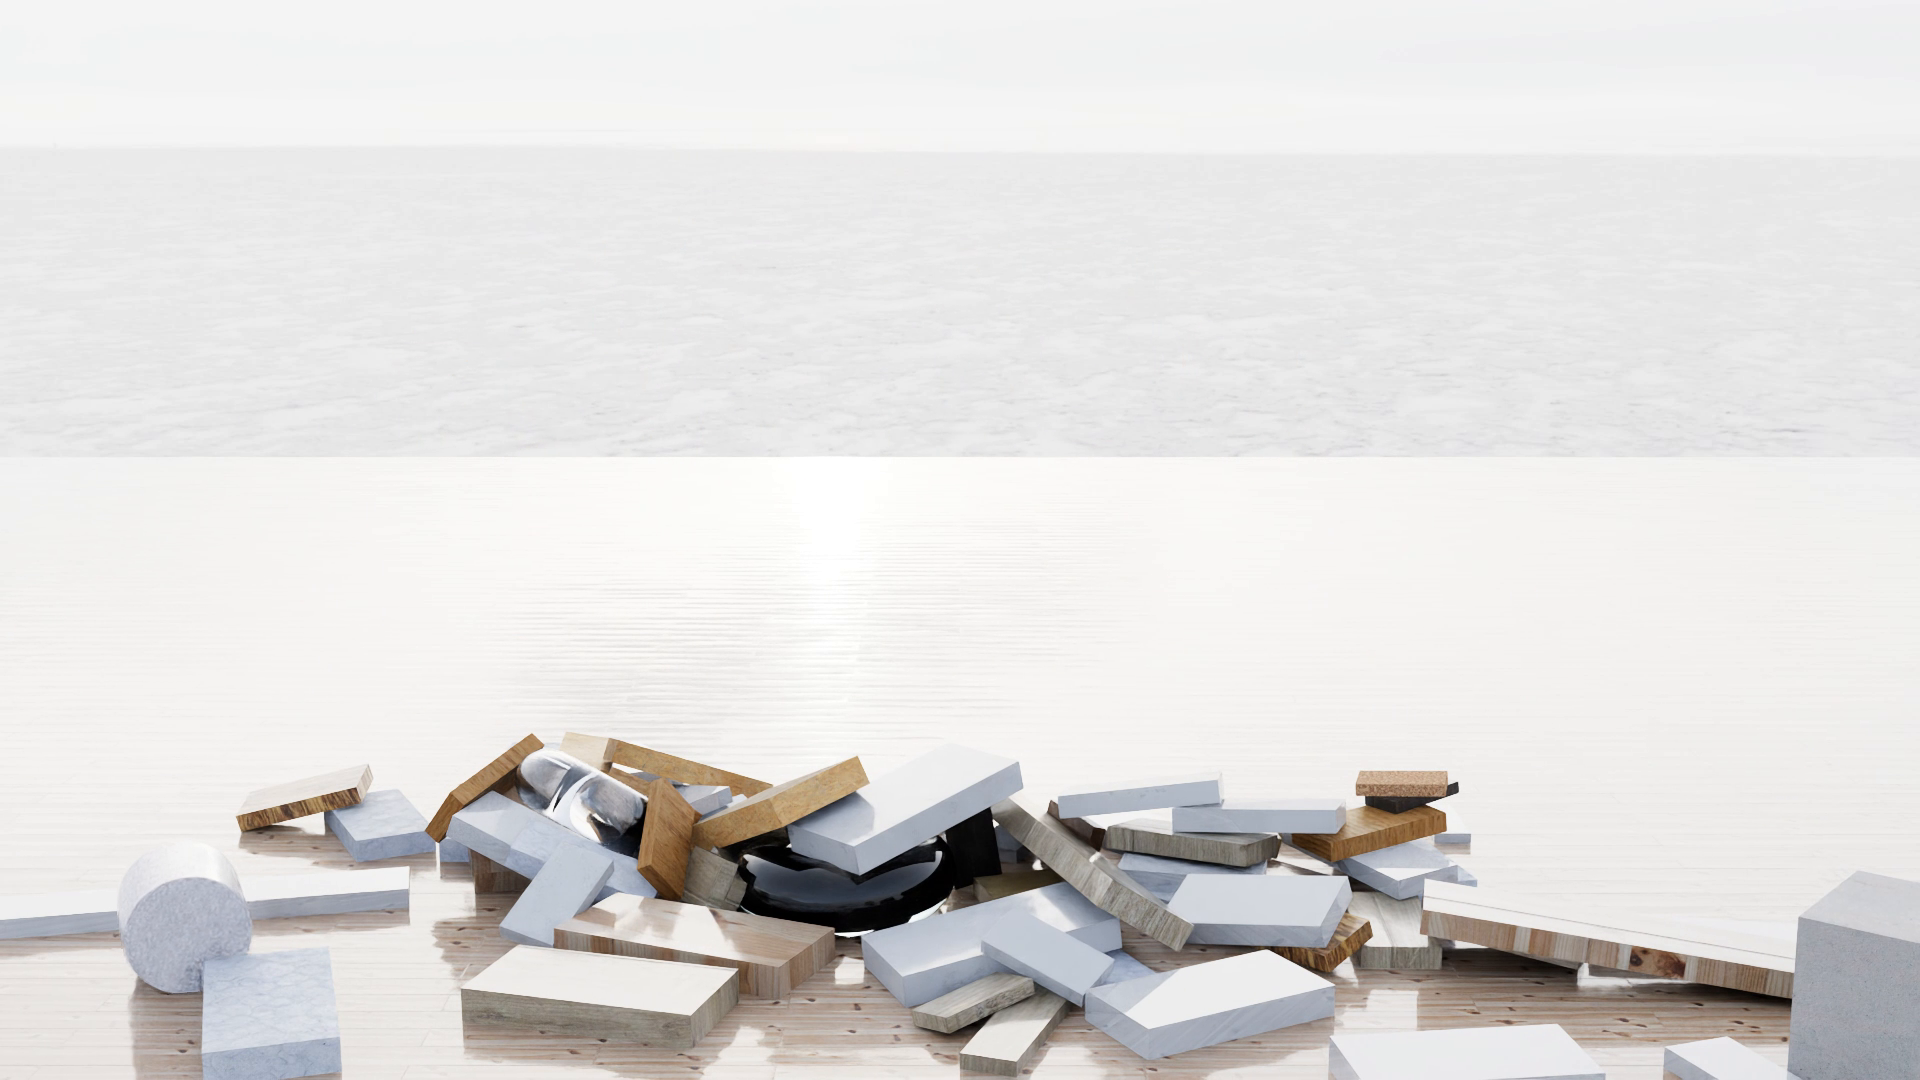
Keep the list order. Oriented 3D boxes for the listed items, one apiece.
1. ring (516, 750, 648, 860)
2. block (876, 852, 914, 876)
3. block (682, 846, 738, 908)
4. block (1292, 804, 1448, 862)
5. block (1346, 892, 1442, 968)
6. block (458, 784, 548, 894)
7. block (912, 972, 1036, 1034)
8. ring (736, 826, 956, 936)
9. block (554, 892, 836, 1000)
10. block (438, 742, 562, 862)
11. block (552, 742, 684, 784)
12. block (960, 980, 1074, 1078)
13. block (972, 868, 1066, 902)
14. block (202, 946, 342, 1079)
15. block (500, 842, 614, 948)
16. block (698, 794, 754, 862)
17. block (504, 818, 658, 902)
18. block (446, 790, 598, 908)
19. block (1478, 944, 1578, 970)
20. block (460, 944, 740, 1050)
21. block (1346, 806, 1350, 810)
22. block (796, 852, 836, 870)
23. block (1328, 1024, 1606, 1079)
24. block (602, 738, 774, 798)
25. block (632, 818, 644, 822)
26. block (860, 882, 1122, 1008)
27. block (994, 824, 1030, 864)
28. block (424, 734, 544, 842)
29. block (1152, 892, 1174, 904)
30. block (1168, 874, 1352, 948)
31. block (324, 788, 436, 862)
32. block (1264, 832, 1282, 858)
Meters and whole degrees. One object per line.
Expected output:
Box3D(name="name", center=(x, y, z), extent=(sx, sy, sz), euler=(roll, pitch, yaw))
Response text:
Box3D(name="ring", center=(-0.611, 0.461, 3.757), extent=(0.322, 0.107, 0.322), euler=(27, -11, 6))
Box3D(name="block", center=(-0.124, 0.554, 3.818), extent=(0.056, 0.016, 0.112), euler=(-3, 11, -17))
Box3D(name="block", center=(-0.411, 0.551, 3.558), extent=(0.025, 0.088, 0.175), euler=(26, -10, -20))
Box3D(name="block", center=(0.693, 0.488, 3.725), extent=(0.234, 0.033, 0.117), euler=(-10, 13, -23))
Box3D(name="block", center=(0.676, 0.612, 3.458), extent=(0.122, 0.034, 0.243), euler=(0, 11, 2))
Box3D(name="block", center=(-0.781, 0.506, 3.797), extent=(0.139, 0.039, 0.277), euler=(-3, 28, -17))
Box3D(name="block", center=(0.019, 0.660, 3.145), extent=(0.162, 0.023, 0.081), euler=(-16, 8, -38))
Box3D(name="ring", center=(-0.190, 0.544, 3.586), extent=(0.369, 0.123, 0.369), euler=(-1, 10, 0))
Box3D(name="block", center=(-0.407, 0.619, 3.374), extent=(0.393, 0.050, 0.177), euler=(5, 11, 24))
Box3D(name="block", center=(-0.829, 0.484, 4.126), extent=(0.149, 0.042, 0.613), euler=(0, 11, 1))
Box3D(name="block", center=(-0.684, 0.441, 4.199), extent=(0.149, 0.042, 0.297), euler=(20, 13, 38))
Box3D(name="block", center=(0.087, 0.684, 3.100), extent=(0.081, 0.023, 0.288), euler=(4, 11, 20))
Box3D(name="block", center=(0.138, 0.579, 3.647), extent=(0.210, 0.030, 0.105), euler=(-4, 11, -19))
Box3D(name="block", center=(-0.975, 0.669, 3.109), extent=(0.177, 0.050, 0.354), euler=(-3, 11, -18))
Box3D(name="block", center=(-0.633, 0.563, 3.461), extent=(0.094, 0.027, 0.189), euler=(16, 43, 16))
Box3D(name="block", center=(-0.387, 0.519, 3.823), extent=(0.122, 0.034, 0.243), euler=(-17, 22, -22))
Box3D(name="block", center=(-0.609, 0.537, 3.593), extent=(0.243, 0.034, 0.122), euler=(22, 16, -1))
Box3D(name="block", center=(-0.701, 0.516, 3.673), extent=(0.277, 0.039, 0.139), euler=(25, 17, 10))
Box3D(name="block", center=(0.848, 0.604, 3.407), extent=(0.228, 0.032, 0.114), euler=(12, 11, 18))
Box3D(name="block", center=(-0.517, 0.656, 3.174), extent=(0.354, 0.050, 0.177), euler=(3, 11, 16))
Box3D(name="block", center=(0.690, 0.506, 4.069), extent=(0.065, 0.018, 0.131), euler=(-2, 11, -8))
Box3D(name="block", center=(-0.266, 0.548, 3.842), extent=(0.132, 0.019, 0.066), euler=(4, 11, 22))
Box3D(name="block", center=(0.671, 0.705, 2.925), extent=(0.322, 0.046, 0.161), euler=(-1, 11, -7))
Box3D(name="block", center=(-0.504, 0.428, 4.066), extent=(0.297, 0.042, 0.148), euler=(18, -8, -14))
Box3D(name="block", center=(-0.474, 0.505, 4.031), extent=(0.243, 0.034, 0.122), euler=(9, 14, 39))
Box3D(name="block", center=(0.047, 0.607, 3.326), extent=(0.352, 0.050, 0.176), euler=(-11, 14, -21))
Box3D(name="block", center=(0.094, 0.533, 3.911), extent=(0.086, 0.024, 0.172), euler=(5, 12, 24))
Box3D(name="block", center=(-0.816, 0.425, 3.781), extent=(0.032, 0.113, 0.226), euler=(43, 35, 5))
Box3D(name="block", center=(0.373, 0.590, 3.590), extent=(0.206, 0.029, 0.103), euler=(8, 13, 38))
Box3D(name="block", center=(0.459, 0.576, 3.424), extent=(0.272, 0.039, 0.136), euler=(-4, 23, 31))
Box3D(name="block", center=(-1.051, 0.513, 3.974), extent=(0.139, 0.039, 0.277), euler=(-5, 12, -27))
Box3D(name="block", center=(0.480, 0.503, 3.905), extent=(0.127, 0.036, 0.255), euler=(14, 5, -5))
